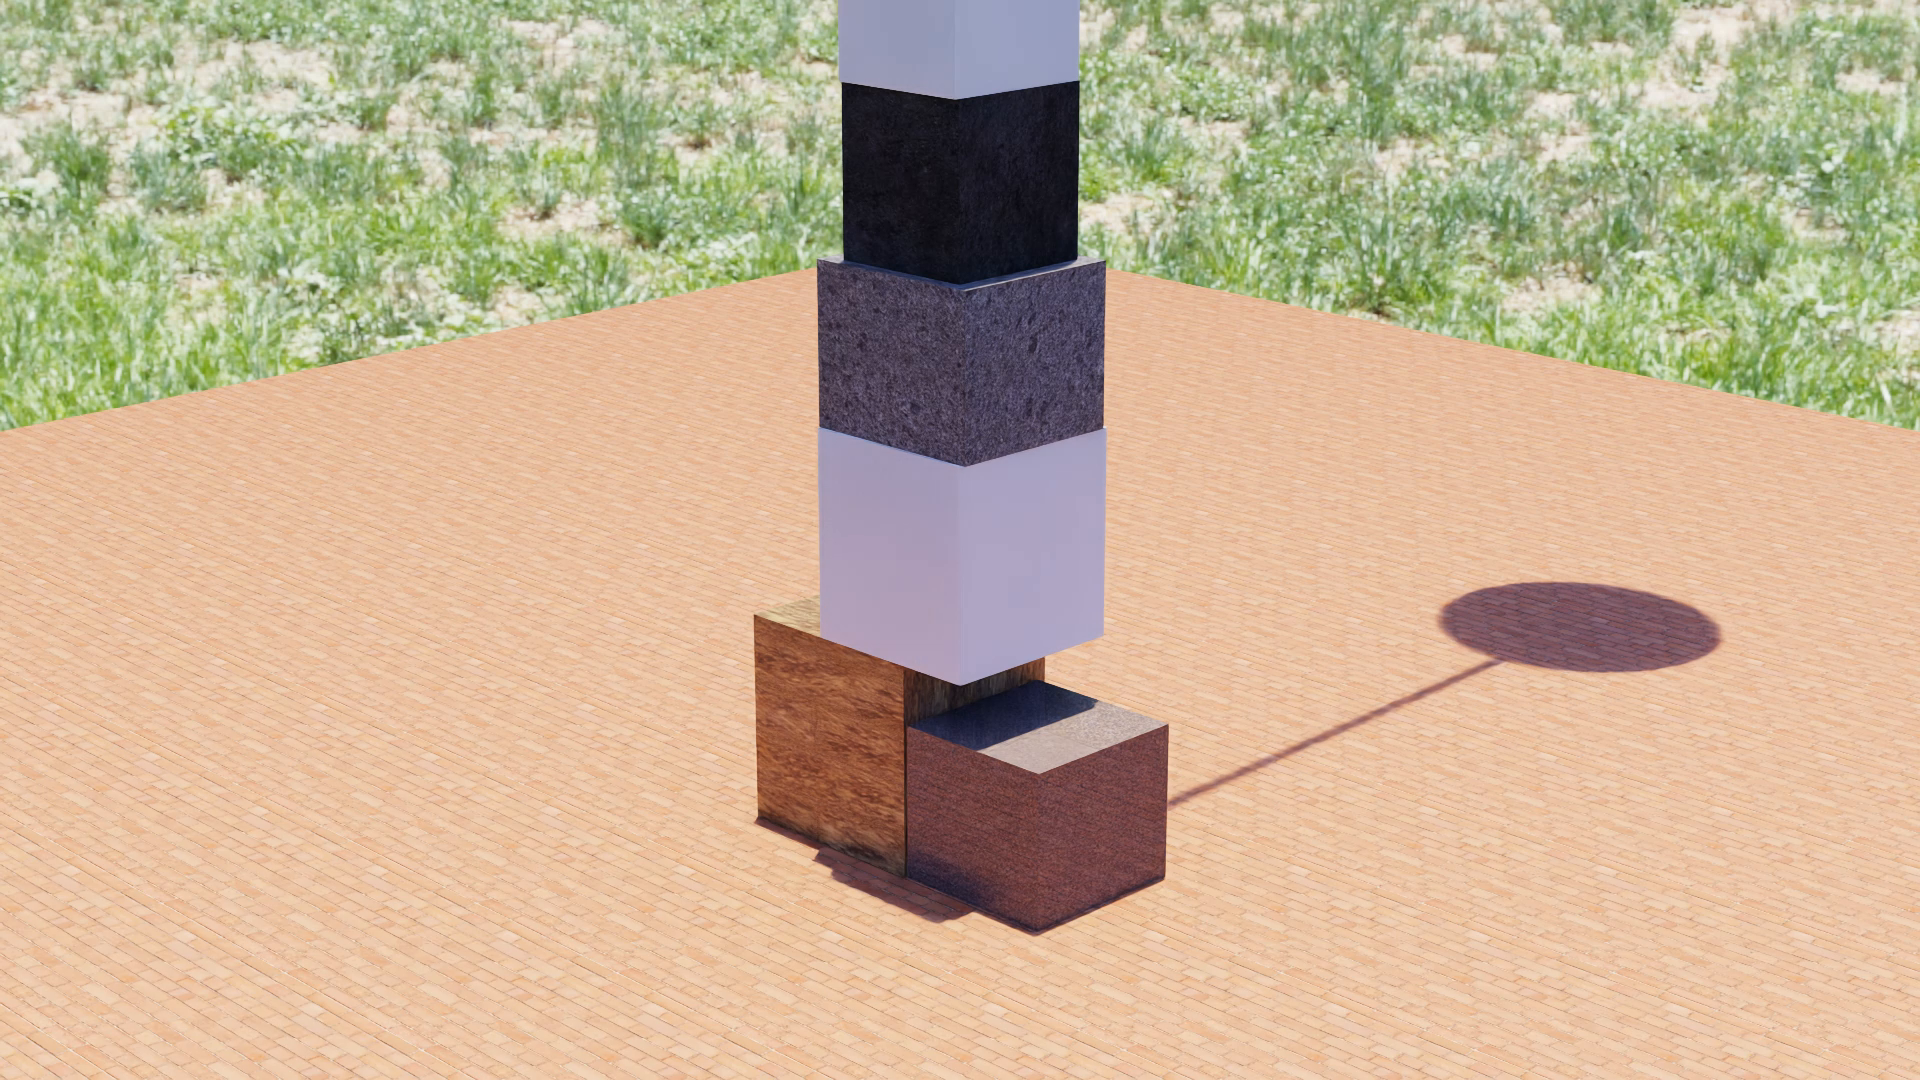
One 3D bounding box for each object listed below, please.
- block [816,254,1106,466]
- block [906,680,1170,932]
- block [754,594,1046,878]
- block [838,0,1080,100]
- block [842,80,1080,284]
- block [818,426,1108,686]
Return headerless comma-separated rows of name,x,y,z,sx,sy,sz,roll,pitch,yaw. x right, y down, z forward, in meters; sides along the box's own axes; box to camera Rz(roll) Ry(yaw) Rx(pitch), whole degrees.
block,0.005,-0.873,13.073,0.882,0.771,0.927,-17,24,-42
block,0.352,1.188,13.323,0.854,0.745,0.819,-17,24,-42
block,-0.286,0.850,13.923,0.926,1.030,1.016,-17,24,-42
block,-0.004,-2.367,12.593,0.758,0.789,0.713,-17,24,-42
block,0.003,-1.616,12.837,0.740,0.789,0.723,-17,24,-42
block,0.010,-0.030,13.343,0.934,0.998,0.910,-17,24,-42
